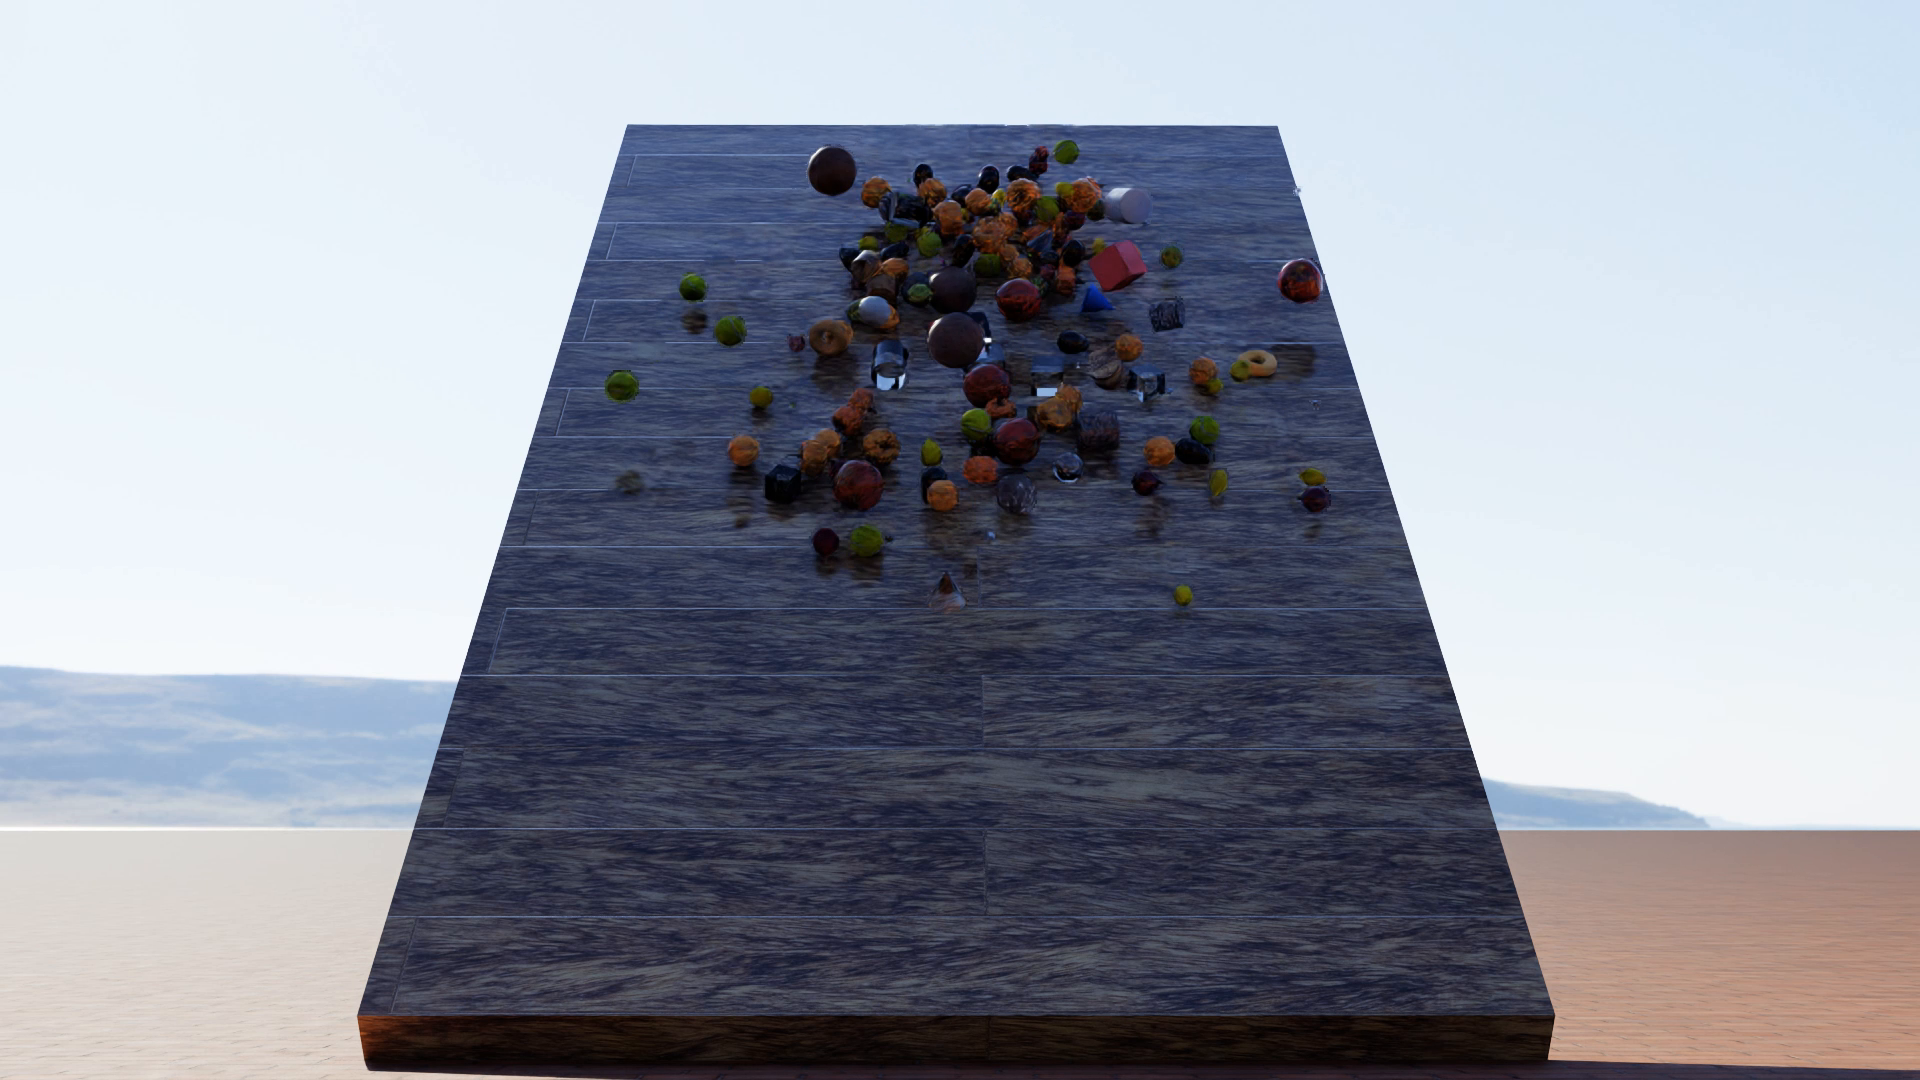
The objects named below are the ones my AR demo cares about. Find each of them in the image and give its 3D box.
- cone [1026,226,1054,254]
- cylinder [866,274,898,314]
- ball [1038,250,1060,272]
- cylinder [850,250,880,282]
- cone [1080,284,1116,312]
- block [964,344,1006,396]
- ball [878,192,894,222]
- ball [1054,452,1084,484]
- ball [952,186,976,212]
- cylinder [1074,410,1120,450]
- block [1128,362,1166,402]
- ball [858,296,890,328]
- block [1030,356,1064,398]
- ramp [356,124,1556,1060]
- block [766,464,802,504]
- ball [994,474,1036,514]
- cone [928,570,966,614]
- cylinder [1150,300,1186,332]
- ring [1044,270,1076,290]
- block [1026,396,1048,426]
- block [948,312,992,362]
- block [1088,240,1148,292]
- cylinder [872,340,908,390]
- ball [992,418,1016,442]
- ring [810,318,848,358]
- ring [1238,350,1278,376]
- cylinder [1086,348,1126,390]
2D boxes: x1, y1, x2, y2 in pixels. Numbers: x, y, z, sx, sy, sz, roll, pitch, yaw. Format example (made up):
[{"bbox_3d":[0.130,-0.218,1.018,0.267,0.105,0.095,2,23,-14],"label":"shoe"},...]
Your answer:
[{"bbox_3d":[0.229,-0.806,6.511,0.080,0.080,0.080,30,6,-3],"label":"cone"},{"bbox_3d":[-0.204,-0.638,6.343,0.084,0.084,0.084,0,32,2],"label":"cylinder"},{"bbox_3d":[0.235,-0.735,6.407,0.056,0.056,0.056,0,-7,0],"label":"ball"},{"bbox_3d":[-0.248,-0.719,6.379,0.063,0.063,0.063,-3,28,23],"label":"cylinder"},{"bbox_3d":[0.367,-0.615,6.334,0.083,0.083,0.083,22,-10,-6],"label":"cone"},{"bbox_3d":[0.060,-0.417,5.972,0.093,0.093,0.093,-4,31,-7],"label":"block"},{"bbox_3d":[-0.182,-0.924,6.759,0.088,0.088,0.088,0,-7,0],"label":"ball"},{"bbox_3d":[0.247,-0.165,5.535,0.070,0.070,0.070,0,-7,0],"label":"ball"},{"bbox_3d":[0.011,-0.958,6.846,0.072,0.072,0.072,0,-7,0],"label":"ball"},{"bbox_3d":[0.320,-0.257,5.711,0.090,0.090,0.090,-4,-6,-8],"label":"cylinder"},{"bbox_3d":[0.456,-0.385,5.950,0.064,0.064,0.064,-17,35,-27],"label":"block"},{"bbox_3d":[-0.213,-0.566,6.027,0.080,0.080,0.080,0,-7,0],"label":"ball"},{"bbox_3d":[0.213,-0.399,5.955,0.075,0.075,0.075,2,35,3],"label":"block"},{"bbox_3d":[-0.014,-0.199,5.797,2.000,0.100,4.000,0,31,0],"label":"ramp"},{"bbox_3d":[-0.400,-0.125,5.519,0.060,0.060,0.060,15,34,23],"label":"block"},{"bbox_3d":[0.124,-0.104,5.456,0.092,0.092,0.092,0,-7,0],"label":"ball"},{"bbox_3d":[-0.028,0.098,5.130,0.082,0.082,0.082,0,31,0],"label":"cone"},{"bbox_3d":[0.504,-0.544,5.900,0.069,0.069,0.069,-9,-9,20],"label":"cylinder"},{"bbox_3d":[0.265,-0.691,6.471,0.089,0.030,0.089,10,26,-5],"label":"ring"},{"bbox_3d":[0.186,-0.308,5.834,0.051,0.051,0.051,0,31,0],"label":"block"},{"bbox_3d":[0.024,-0.493,5.891,0.082,0.082,0.082,-6,-31,-12],"label":"block"},{"bbox_3d":[0.411,-0.711,6.323,0.094,0.094,0.094,-33,-8,34],"label":"block"},{"bbox_3d":[-0.171,-0.427,5.947,0.088,0.088,0.088,1,-48,1],"label":"cylinder"},{"bbox_3d":[0.105,-0.262,5.751,0.056,0.056,0.056,0,-7,0],"label":"ball"},{"bbox_3d":[-0.330,-0.507,6.102,0.103,0.103,0.034,-2,25,20],"label":"ring"},{"bbox_3d":[0.742,-0.441,6.072,0.100,0.033,0.100,1,36,-1],"label":"ring"},{"bbox_3d":[0.351,-0.410,5.832,0.079,0.079,0.079,-2,-19,16],"label":"cylinder"}]
